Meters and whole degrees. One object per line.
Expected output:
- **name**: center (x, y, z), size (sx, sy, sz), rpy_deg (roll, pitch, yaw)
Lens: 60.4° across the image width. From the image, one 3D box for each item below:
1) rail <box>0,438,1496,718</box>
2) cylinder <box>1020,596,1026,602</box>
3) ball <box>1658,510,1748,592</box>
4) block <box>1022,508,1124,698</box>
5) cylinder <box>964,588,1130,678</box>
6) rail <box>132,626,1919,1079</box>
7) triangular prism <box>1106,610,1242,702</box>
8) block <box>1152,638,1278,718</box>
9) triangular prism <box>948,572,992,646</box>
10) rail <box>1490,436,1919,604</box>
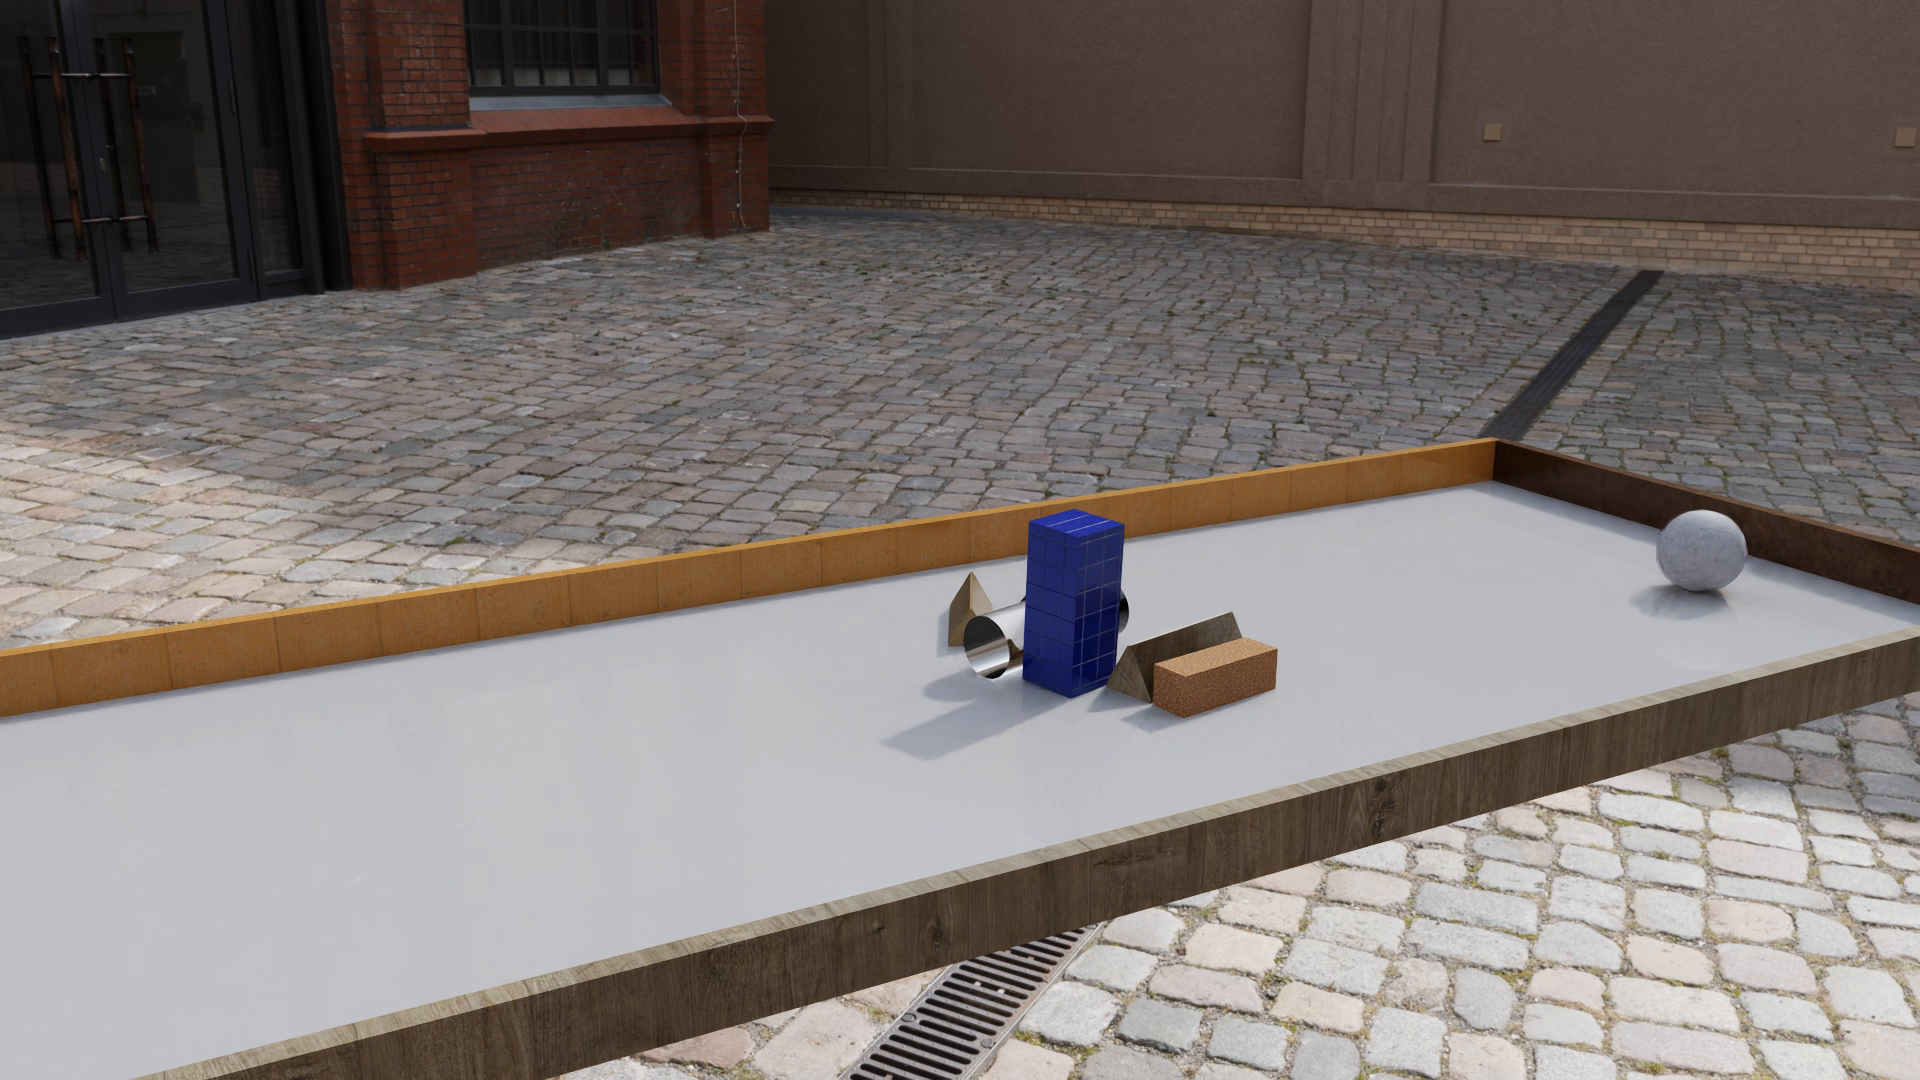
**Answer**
- **rail**: center (-3.305, 0.497, 3.399), size (12.000, 0.150, 0.050), rpy_deg (-9, 18, -27)
- **cylinder**: center (0.287, 0.146, 4.648), size (0.119, 0.119, 0.401), rpy_deg (6, 18, 20)
- **ball**: center (2.169, 0.032, 4.822), size (0.240, 0.240, 0.240), rpy_deg (0, 16, 0)
- **block**: center (0.279, 0.155, 4.080), size (0.165, 0.415, 0.165), rpy_deg (-15, 25, -42)
- **cylinder**: center (0.230, 0.225, 4.298), size (0.458, 0.164, 0.164), rpy_deg (-15, 22, -42)
- **rail**: center (-2.336, 1.006, 1.665), size (12.000, 0.150, 0.050), rpy_deg (-9, 18, -27)
- **triangular prism**: center (0.557, 0.280, 4.161), size (0.389, 0.128, 0.148), rpy_deg (-14, 21, -40)
- **block**: center (0.626, 0.334, 4.032), size (0.318, 0.106, 0.106), rpy_deg (-12, 20, -36)
- **triangular prism**: center (0.031, 0.185, 4.534), size (0.118, 0.102, 0.328), rpy_deg (0, 16, 0)
- **rail**: center (2.466, -0.048, 5.253), size (0.050, 0.150, 2.100), rpy_deg (-9, 18, -27)
